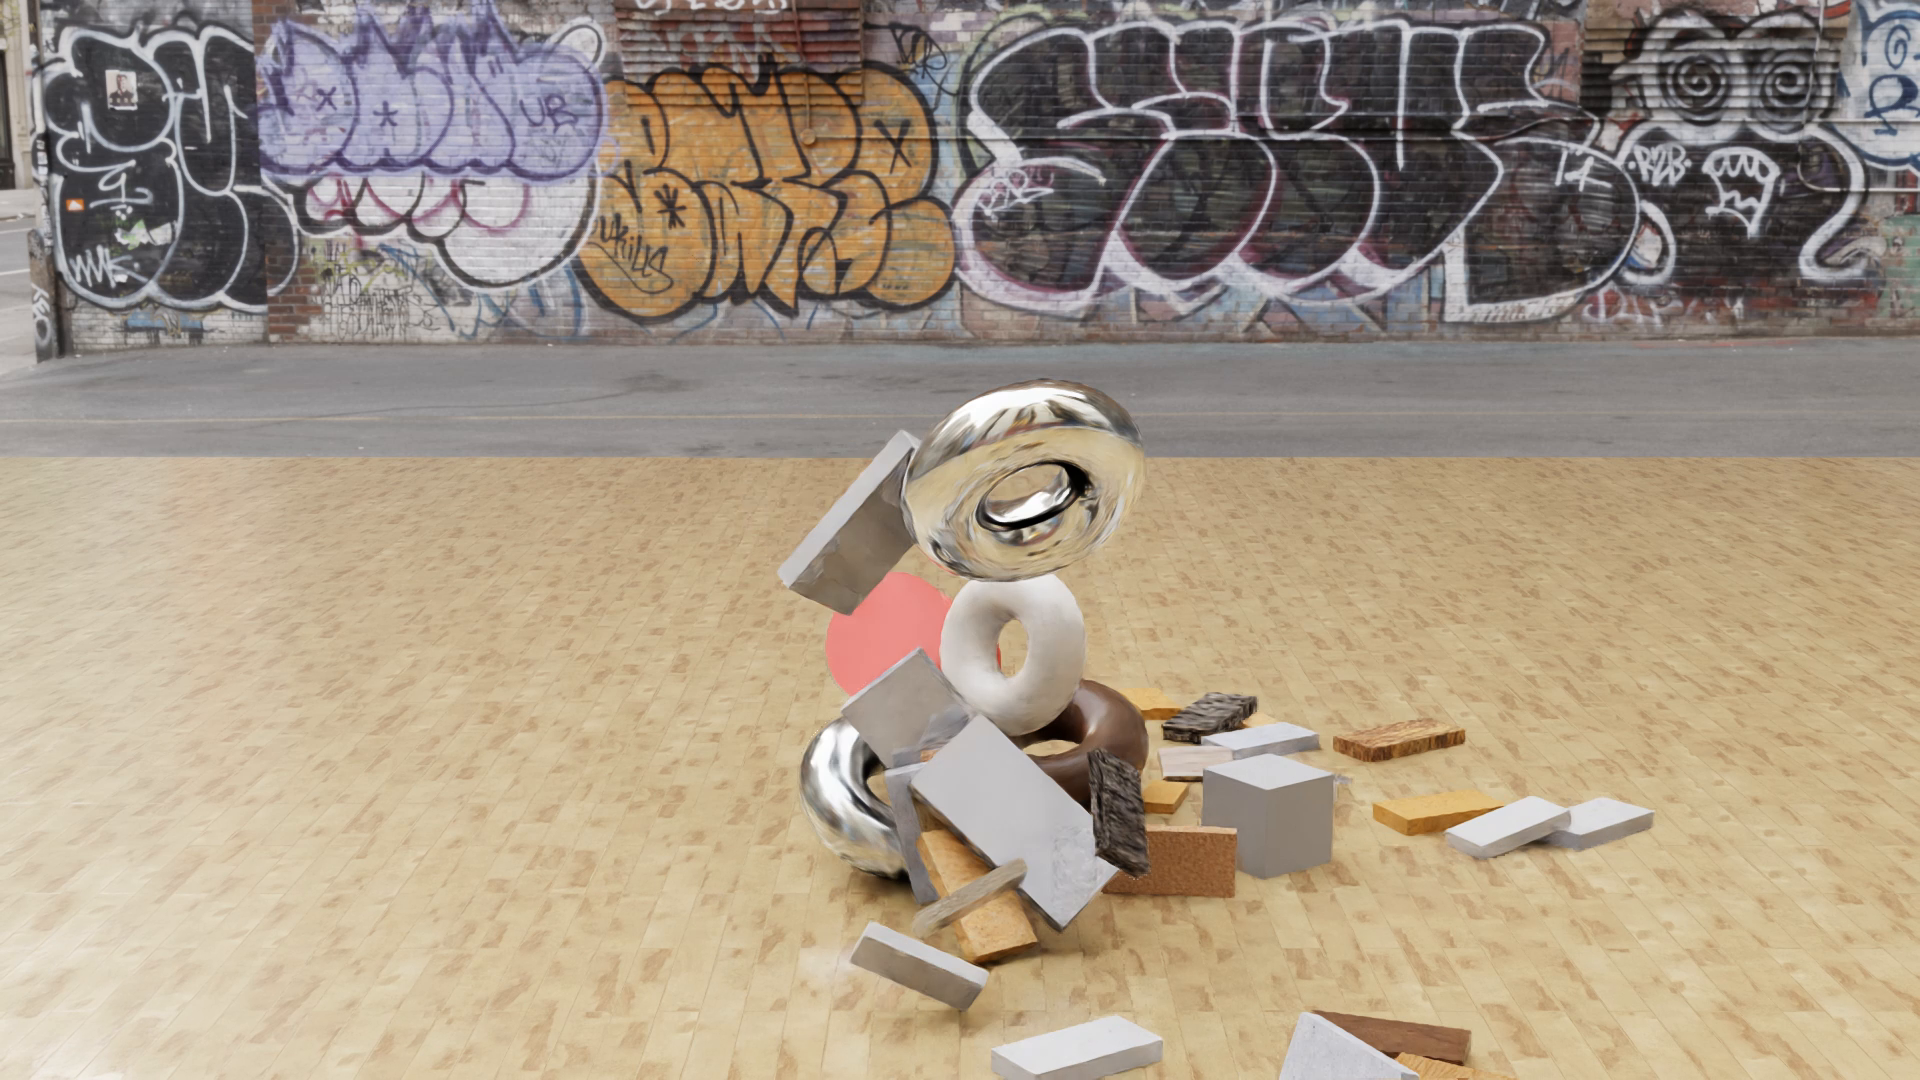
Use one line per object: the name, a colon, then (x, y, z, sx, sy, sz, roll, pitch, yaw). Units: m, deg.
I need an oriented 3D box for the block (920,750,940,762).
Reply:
block: (-0.006, 0.453, 3.589, 0.112, 0.223, 0.032, 0, 13, 3)

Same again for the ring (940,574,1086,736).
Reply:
ring: (0.094, 0.196, 3.963, 0.315, 0.315, 0.105, 10, 0, 42)

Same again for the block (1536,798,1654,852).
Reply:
block: (1.145, 0.515, 3.988, 0.222, 0.031, 0.111, -8, 13, -38)

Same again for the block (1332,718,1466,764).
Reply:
block: (0.907, 0.412, 4.538, 0.264, 0.031, 0.111, -7, 13, -32)

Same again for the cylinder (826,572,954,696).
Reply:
cylinder: (-0.086, 0.222, 4.234, 0.257, 0.257, 0.257, 5, -16, 26)

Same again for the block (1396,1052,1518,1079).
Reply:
block: (0.653, 0.723, 2.847, 0.213, 0.030, 0.107, 7, 17, 32)

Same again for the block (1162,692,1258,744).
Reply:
block: (0.530, 0.376, 4.655, 0.111, 0.031, 0.222, 4, 17, 33)

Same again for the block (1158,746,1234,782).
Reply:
block: (0.464, 0.440, 4.315, 0.143, 0.020, 0.072, -1, 47, -7)

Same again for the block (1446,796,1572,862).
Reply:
block: (0.975, 0.511, 3.911, 0.200, 0.028, 0.099, -17, 17, -23)

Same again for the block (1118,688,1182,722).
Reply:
block: (0.415, 0.360, 4.835, 0.090, 0.026, 0.180, -2, 11, -13)

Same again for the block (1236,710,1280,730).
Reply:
block: (0.624, 0.389, 4.682, 0.072, 0.020, 0.143, -9, 13, -22)

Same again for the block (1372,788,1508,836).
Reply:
block: (0.886, 0.502, 4.057, 0.222, 0.031, 0.111, -4, 11, -23)

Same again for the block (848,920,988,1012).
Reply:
block: (-0.059, 0.610, 3.143, 0.184, 0.089, 0.025, 24, 50, -3)

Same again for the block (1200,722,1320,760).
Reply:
block: (0.617, 0.417, 4.517, 0.222, 0.031, 0.111, -7, 12, -32)

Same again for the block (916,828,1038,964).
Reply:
block: (0.024, 0.547, 3.420, 0.110, 0.031, 0.220, -8, 56, -30)

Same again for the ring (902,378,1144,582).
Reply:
ring: (0.106, -0.092, 3.605, 0.414, 0.414, 0.138, -4, 47, -20)

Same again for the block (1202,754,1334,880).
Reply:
block: (0.535, 0.479, 3.829, 0.160, 0.160, 0.160, -8, 13, -35)

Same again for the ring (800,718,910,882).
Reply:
ring: (-0.104, 0.436, 3.794, 0.356, 0.119, 0.356, 12, 40, -11)

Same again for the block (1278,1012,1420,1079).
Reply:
block: (0.493, 0.693, 2.812, 0.030, 0.107, 0.213, 17, 1, -28)

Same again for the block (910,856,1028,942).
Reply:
block: (0.014, 0.523, 3.205, 0.177, 0.025, 0.089, -27, -17, -16)

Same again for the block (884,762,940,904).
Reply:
block: (-0.042, 0.470, 3.560, 0.112, 0.223, 0.032, -13, 12, 3)

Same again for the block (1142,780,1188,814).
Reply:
block: (0.384, 0.487, 4.167, 0.072, 0.020, 0.143, 3, 11, 17)

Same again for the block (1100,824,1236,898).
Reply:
block: (0.347, 0.534, 3.665, 0.223, 0.112, 0.032, 1, 11, 6)

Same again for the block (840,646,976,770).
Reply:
block: (-0.029, 0.351, 3.611, 0.162, 0.324, 0.046, -38, 7, 11)

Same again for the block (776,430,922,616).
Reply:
block: (-0.145, -0.025, 3.701, 0.162, 0.324, 0.046, 28, 18, -48)

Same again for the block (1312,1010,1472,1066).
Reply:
block: (0.584, 0.695, 3.021, 0.220, 0.031, 0.110, 4, 11, 19)

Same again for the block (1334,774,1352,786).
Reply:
block: (0.709, 0.460, 4.251, 0.046, 0.013, 0.093, 18, -11, -32)

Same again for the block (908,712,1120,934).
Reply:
block: (0.093, 0.442, 3.448, 0.162, 0.328, 0.046, -43, -13, -19)

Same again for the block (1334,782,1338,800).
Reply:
block: (0.597, 0.478, 4.188, 0.222, 0.031, 0.111, 4, 11, 22)

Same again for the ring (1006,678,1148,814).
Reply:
ring: (0.169, 0.392, 4.146, 0.375, 0.125, 0.375, -5, 32, 3)

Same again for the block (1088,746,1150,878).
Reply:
block: (0.231, 0.398, 3.220, 0.025, 0.177, 0.089, -33, -50, 31)

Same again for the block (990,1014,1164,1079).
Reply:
block: (0.160, 0.699, 2.990, 0.213, 0.030, 0.107, -7, 11, -33)

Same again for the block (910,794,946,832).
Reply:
block: (0.005, 0.493, 3.528, 0.110, 0.220, 0.031, -18, 13, -12)
